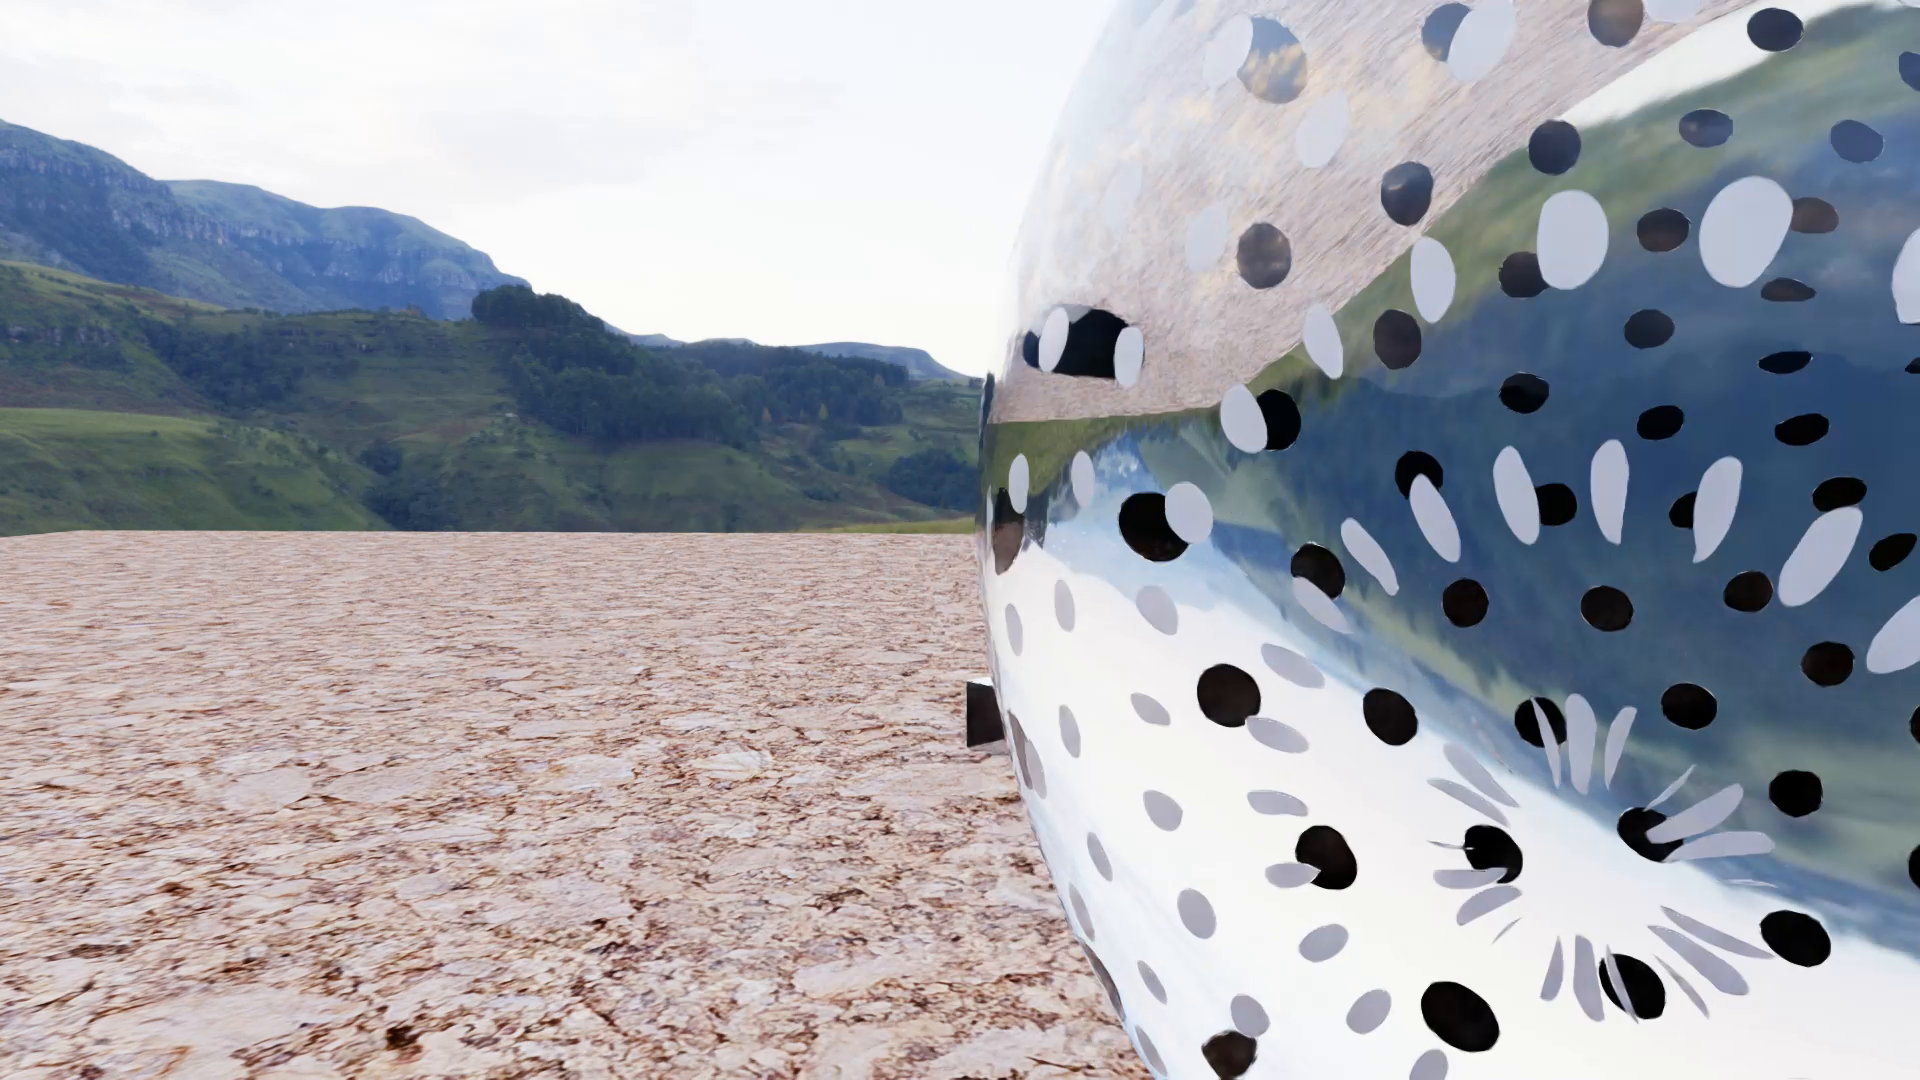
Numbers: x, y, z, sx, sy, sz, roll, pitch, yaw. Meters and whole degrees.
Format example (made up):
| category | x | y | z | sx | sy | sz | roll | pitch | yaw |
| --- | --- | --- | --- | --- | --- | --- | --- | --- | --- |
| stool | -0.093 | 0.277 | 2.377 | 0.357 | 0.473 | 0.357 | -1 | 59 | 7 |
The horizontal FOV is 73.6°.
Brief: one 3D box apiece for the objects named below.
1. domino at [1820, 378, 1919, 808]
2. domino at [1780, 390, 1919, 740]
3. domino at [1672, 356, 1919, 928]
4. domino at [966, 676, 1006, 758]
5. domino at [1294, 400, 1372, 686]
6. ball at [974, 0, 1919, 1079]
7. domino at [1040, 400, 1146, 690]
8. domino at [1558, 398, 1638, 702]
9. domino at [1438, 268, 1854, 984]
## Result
| category | x | y | z | sx | sy | sz | roll | pitch | yaw |
| --- | --- | --- | --- | --- | --- | --- | --- | --- | --- |
| domino | 0.117 | 0.006 | 0.150 | 0.025 | 0.050 | 0.009 | 4 | 6 | 45 |
| domino | 0.137 | 0.003 | 0.189 | 0.025 | 0.050 | 0.010 | 0 | 4 | -3 |
| domino | 0.083 | 0.009 | 0.121 | 0.010 | 0.050 | 0.025 | -3 | 5 | -36 |
| domino | 0.027 | 0.025 | 0.169 | 0.025 | 0.009 | 0.050 | -4 | 6 | -42 |
| domino | 0.068 | 0.000 | 0.236 | 0.009 | 0.050 | 0.025 | 1 | 4 | 8 |
| ball | 0.041 | -0.001 | 0.051 | 0.080 | 0.080 | 0.080 | 0 | 4 | 0 |
| domino | 0.024 | 0.000 | 0.234 | 0.010 | 0.050 | 0.025 | -1 | 5 | -18 |
| domino | 0.111 | 0.001 | 0.222 | 0.009 | 0.050 | 0.025 | 2 | 5 | 29 |
| domino | 0.055 | 0.007 | 0.101 | 0.025 | 0.050 | 0.009 | 18 | -6 | -32 |
